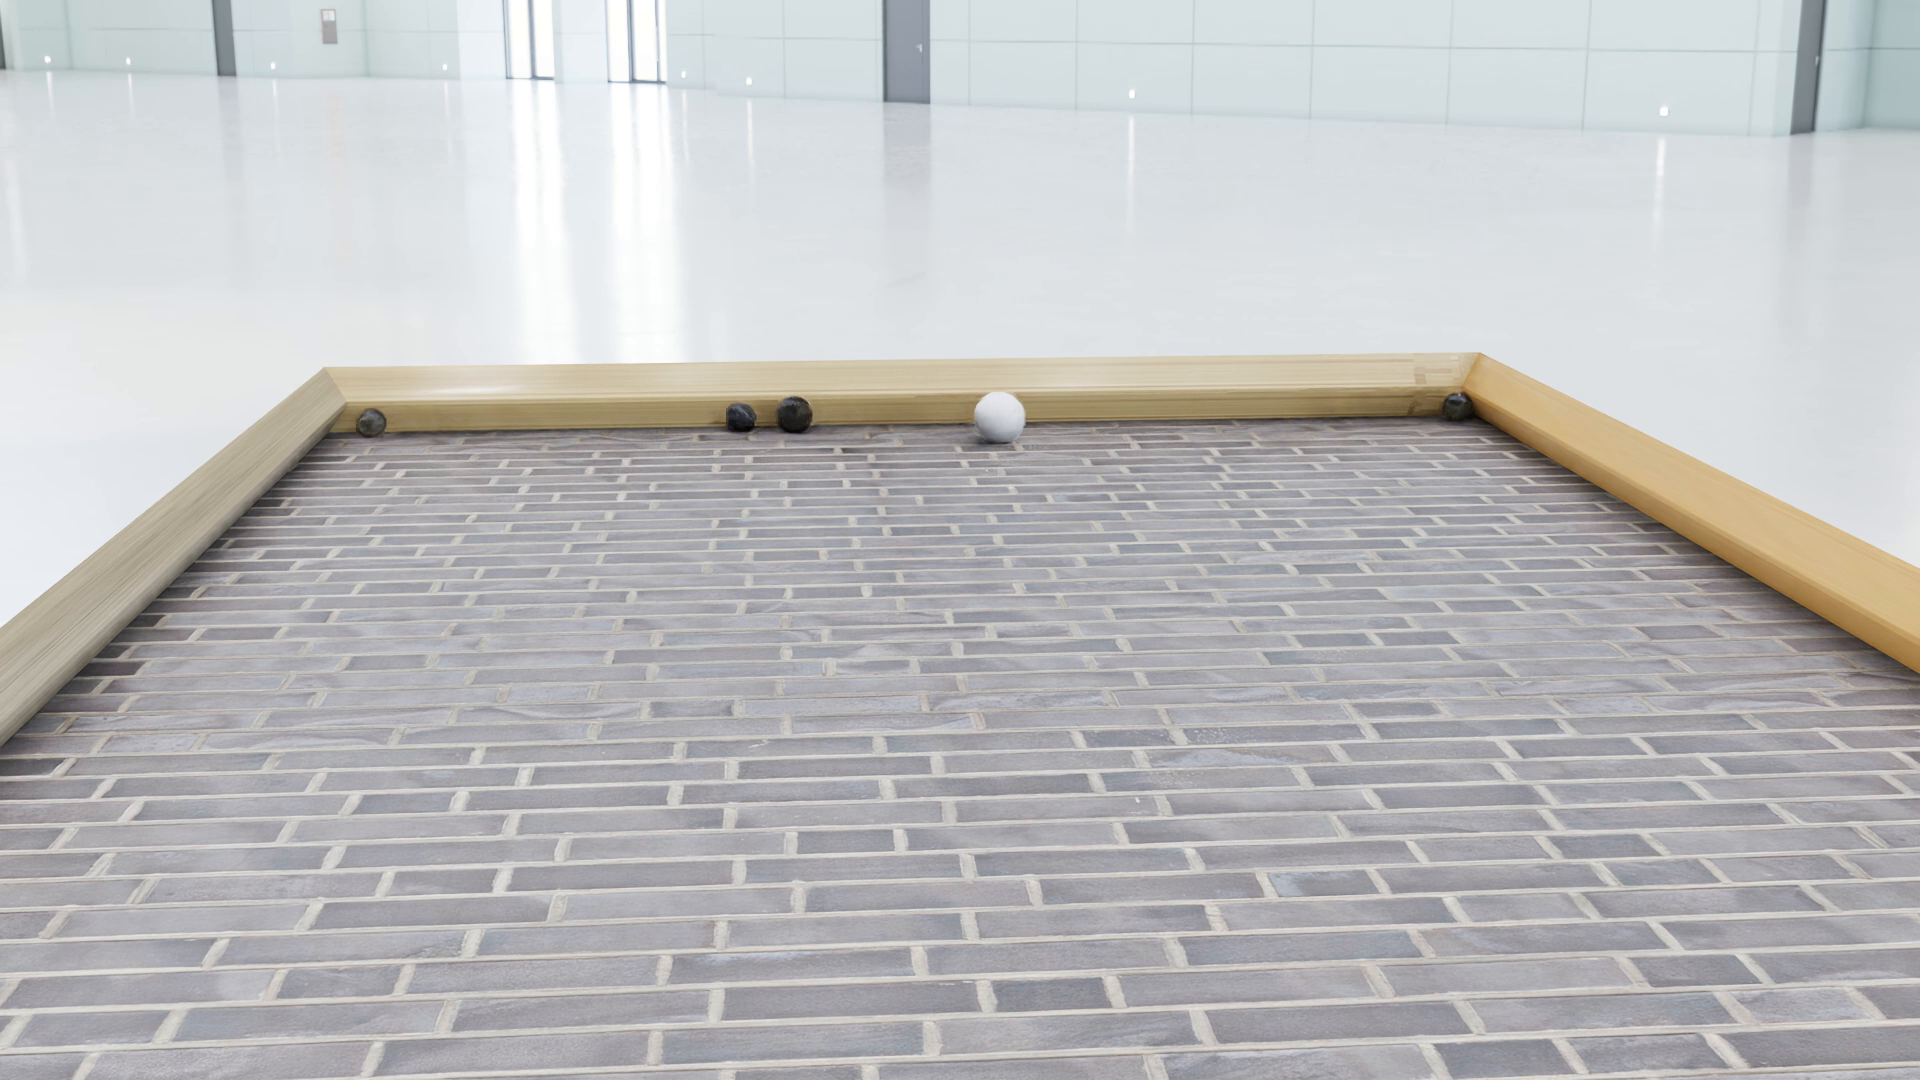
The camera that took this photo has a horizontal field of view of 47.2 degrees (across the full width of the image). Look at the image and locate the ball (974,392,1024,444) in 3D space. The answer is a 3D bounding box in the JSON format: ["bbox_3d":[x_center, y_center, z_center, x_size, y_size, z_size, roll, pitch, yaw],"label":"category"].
[{"bbox_3d":[0.068,-0.212,3.811,0.089,0.089,0.089,0,14,0],"label":"ball"}]

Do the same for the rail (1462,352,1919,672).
[{"bbox_3d":[1.103,0.189,2.102,0.045,0.116,4.060,-1,14,-5],"label":"rail"}]

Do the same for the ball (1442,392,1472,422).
[{"bbox_3d":[0.907,-0.242,4.008,0.054,0.054,0.054,0,14,0],"label":"ball"}]

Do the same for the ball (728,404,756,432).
[{"bbox_3d":[-0.389,-0.218,3.916,0.050,0.050,0.050,0,14,0],"label":"ball"}]

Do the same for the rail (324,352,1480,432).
[{"bbox_3d":[-0.081,-0.264,3.963,2.093,0.116,0.045,-1,14,-5],"label":"rail"}]

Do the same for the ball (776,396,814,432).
[{"bbox_3d":[-0.293,-0.224,3.907,0.065,0.065,0.065,0,14,0],"label":"ball"}]

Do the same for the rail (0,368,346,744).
[{"bbox_3d":[-0.936,0.228,1.939,0.045,0.116,4.060,-1,14,-5],"label":"rail"}]

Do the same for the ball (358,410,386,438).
[{"bbox_3d":[-1.034,-0.205,3.867,0.049,0.049,0.049,0,14,0],"label":"ball"}]
